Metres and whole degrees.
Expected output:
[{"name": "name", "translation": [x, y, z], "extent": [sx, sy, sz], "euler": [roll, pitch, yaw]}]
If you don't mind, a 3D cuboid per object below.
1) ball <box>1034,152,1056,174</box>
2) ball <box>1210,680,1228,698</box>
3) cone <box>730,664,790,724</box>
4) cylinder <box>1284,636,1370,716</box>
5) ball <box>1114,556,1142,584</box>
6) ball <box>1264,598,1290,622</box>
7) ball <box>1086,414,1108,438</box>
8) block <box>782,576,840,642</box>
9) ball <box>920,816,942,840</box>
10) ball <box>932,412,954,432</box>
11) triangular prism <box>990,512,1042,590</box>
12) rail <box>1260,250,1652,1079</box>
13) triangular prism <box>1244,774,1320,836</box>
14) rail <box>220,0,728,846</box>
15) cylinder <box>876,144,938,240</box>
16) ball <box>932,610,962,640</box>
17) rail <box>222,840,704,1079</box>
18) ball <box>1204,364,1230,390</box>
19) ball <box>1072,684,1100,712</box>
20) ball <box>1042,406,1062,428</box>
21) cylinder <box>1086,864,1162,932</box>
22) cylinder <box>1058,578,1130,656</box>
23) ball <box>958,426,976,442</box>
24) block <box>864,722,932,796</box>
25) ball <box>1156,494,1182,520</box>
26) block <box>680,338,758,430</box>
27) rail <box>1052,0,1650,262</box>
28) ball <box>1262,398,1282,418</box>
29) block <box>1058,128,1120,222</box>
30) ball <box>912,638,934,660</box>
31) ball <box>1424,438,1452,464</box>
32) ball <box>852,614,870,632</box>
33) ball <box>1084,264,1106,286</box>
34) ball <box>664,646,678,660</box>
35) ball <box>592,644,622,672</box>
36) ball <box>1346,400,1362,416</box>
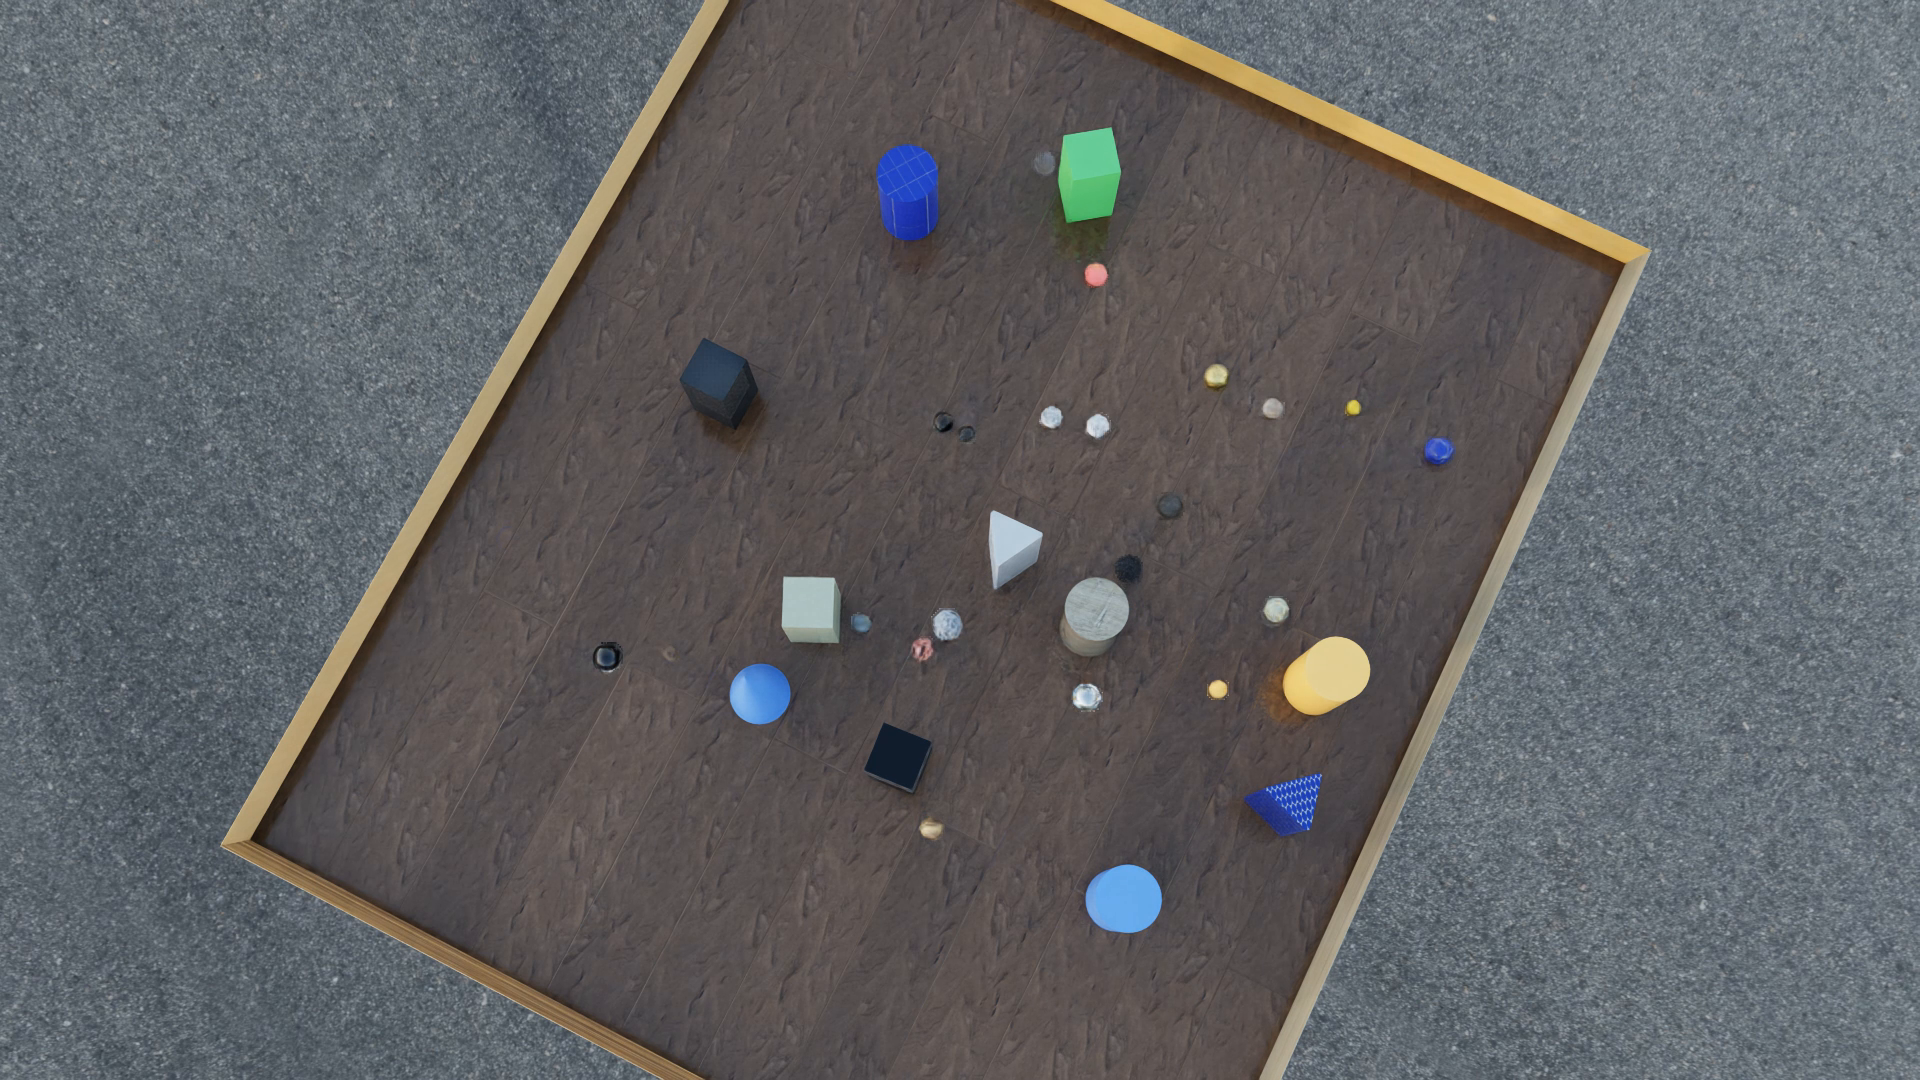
[{"name": "ball", "translation": [0.270, -1.200, 5.828], "extent": [0.071, 0.071, 0.071], "euler": [0, 78, 0]}, {"name": "ball", "translation": [0.775, 0.449, 5.495], "extent": [0.055, 0.055, 0.055], "euler": [0, 78, 0]}, {"name": "cone", "translation": [-0.602, 0.422, 5.320], "extent": [0.183, 0.410, 0.183], "euler": [0, 78, 0]}, {"name": "cylinder", "translation": [1.066, 0.400, 5.349], "extent": [0.183, 0.361, 0.183], "euler": [0, 78, 0]}, {"name": "ball", "translation": [0.510, 0.091, 5.556], "extent": [0.081, 0.081, 0.081], "euler": [0, 78, 0]}, {"name": "ball", "translation": [0.956, 0.212, 5.534], "extent": [0.075, 0.075, 0.075], "euler": [0, 78, 0]}, {"name": "ball", "translation": [0.424, -0.352, 5.653], "extent": [0.070, 0.070, 0.070], "euler": [0, 78, 0]}, {"name": "block", "translation": [-0.438, 0.209, 5.424], "extent": [0.147, 0.292, 0.147], "euler": [1, 78, 0]}, {"name": "ball", "translation": [-0.085, 0.850, 5.406], "extent": [0.067, 0.067, 0.067], "euler": [0, 78, 0]}, {"name": "ball", "translation": [-0.052, -0.364, 5.658], "extent": [0.065, 0.065, 0.065], "euler": [0, 78, 0]}, {"name": "triangular prism", "translation": [0.131, 0.012, 5.418], "extent": [0.159, 0.383, 0.137], "euler": [-34, 80, -7]}, {"name": "rail", "translation": [1.330, 0.658, 5.419], "extent": [0.045, 0.119, 3.549], "euler": [26, 80, 5]}, {"name": "triangular prism", "translation": [0.949, 0.736, 5.255], "extent": [0.137, 0.409, 0.159], "euler": [-44, 82, -8]}, {"name": "rail", "translation": [-1.330, -0.645, 5.688], "extent": [0.045, 0.119, 3.549], "euler": [26, 80, 5]}, {"name": "cylinder", "translation": [-0.159, -1.071, 5.674], "extent": [0.183, 0.321, 0.183], "euler": [0, 78, 0]}, {"name": "ball", "translation": [-0.038, 0.257, 5.516], "extent": [0.092, 0.092, 0.092], "euler": [0, 78, 0]}, {"name": "rail", "translation": [-0.783, 1.540, 5.236], "extent": [3.022, 0.119, 0.045], "euler": [26, 80, 5]}, {"name": "ball", "translation": [0.796, -0.506, 5.681], "extent": [0.079, 0.079, 0.079], "euler": [0, 78, 0]}, {"name": "ball", "translation": [0.378, 0.469, 5.477], "extent": [0.083, 0.083, 0.083], "euler": [0, 78, 0]}, {"name": "ball", "translation": [0.283, -0.380, 5.661], "extent": [0.065, 0.065, 0.065], "euler": [0, 78, 0]}, {"name": "cylinder", "translation": [0.461, 1.022, 5.209], "extent": [0.183, 0.384, 0.183], "euler": [0, 78, 0]}, {"name": "cylinder", "translation": [0.391, 0.230, 5.399], "extent": [0.183, 0.332, 0.183], "euler": [0, 78, 0]}, {"name": "ball", "translation": [0.021, -0.327, 5.656], "extent": [0.054, 0.054, 0.054], "euler": [0, 78, 0]}, {"name": "block", "translation": [-0.177, 0.642, 5.340], "extent": [0.147, 0.281, 0.147], "euler": [22, 79, 4]}, {"name": "ball", "translation": [0.641, -0.102, 5.598], "extent": [0.078, 0.078, 0.078], "euler": [0, 78, 0]}, {"name": "block", "translation": [-0.727, -0.469, 5.552], "extent": [0.147, 0.317, 0.147], "euler": [27, 80, 5]}, {"name": "rail", "translation": [0.783, -1.527, 5.870], "extent": [3.022, 0.119, 0.045], "euler": [26, 80, 5]}, {"name": "ball", "translation": [0.968, -0.407, 5.669], "extent": [0.062, 0.062, 0.062], "euler": [0, 78, 0]}, {"name": "block", "translation": [0.398, -1.126, 5.675], "extent": [0.147, 0.341, 0.147], "euler": [-10, 79, -2]}, {"name": "ball", "translation": [-0.111, 0.328, 5.513], "extent": [0.069, 0.069, 0.069], "euler": [0, 78, 0]}, {"name": "ball", "translation": [1.469, -0.274, 5.630], "extent": [0.083, 0.083, 0.083], "euler": [0, 78, 0]}, {"name": "ball", "translation": [-0.297, 0.252, 5.537], "extent": [0.054, 0.054, 0.054], "euler": [0, 78, 0]}, {"name": "ball", "translation": [0.426, -0.834, 5.753], "extent": [0.070, 0.070, 0.070], "euler": [0, 78, 0]}, {"name": "ball", "translation": [-0.873, 0.342, 5.524], "extent": [0.042, 0.042, 0.042], "euler": [0, 78, 0]}, {"name": "ball", "translation": [-1.059, 0.354, 5.499], "extent": [0.087, 0.087, 0.087], "euler": [0, 78, 0]}, {"name": "ball", "translation": [1.220, -0.409, 5.677], "extent": [0.046, 0.046, 0.046], "euler": [0, 78, 0]}]
